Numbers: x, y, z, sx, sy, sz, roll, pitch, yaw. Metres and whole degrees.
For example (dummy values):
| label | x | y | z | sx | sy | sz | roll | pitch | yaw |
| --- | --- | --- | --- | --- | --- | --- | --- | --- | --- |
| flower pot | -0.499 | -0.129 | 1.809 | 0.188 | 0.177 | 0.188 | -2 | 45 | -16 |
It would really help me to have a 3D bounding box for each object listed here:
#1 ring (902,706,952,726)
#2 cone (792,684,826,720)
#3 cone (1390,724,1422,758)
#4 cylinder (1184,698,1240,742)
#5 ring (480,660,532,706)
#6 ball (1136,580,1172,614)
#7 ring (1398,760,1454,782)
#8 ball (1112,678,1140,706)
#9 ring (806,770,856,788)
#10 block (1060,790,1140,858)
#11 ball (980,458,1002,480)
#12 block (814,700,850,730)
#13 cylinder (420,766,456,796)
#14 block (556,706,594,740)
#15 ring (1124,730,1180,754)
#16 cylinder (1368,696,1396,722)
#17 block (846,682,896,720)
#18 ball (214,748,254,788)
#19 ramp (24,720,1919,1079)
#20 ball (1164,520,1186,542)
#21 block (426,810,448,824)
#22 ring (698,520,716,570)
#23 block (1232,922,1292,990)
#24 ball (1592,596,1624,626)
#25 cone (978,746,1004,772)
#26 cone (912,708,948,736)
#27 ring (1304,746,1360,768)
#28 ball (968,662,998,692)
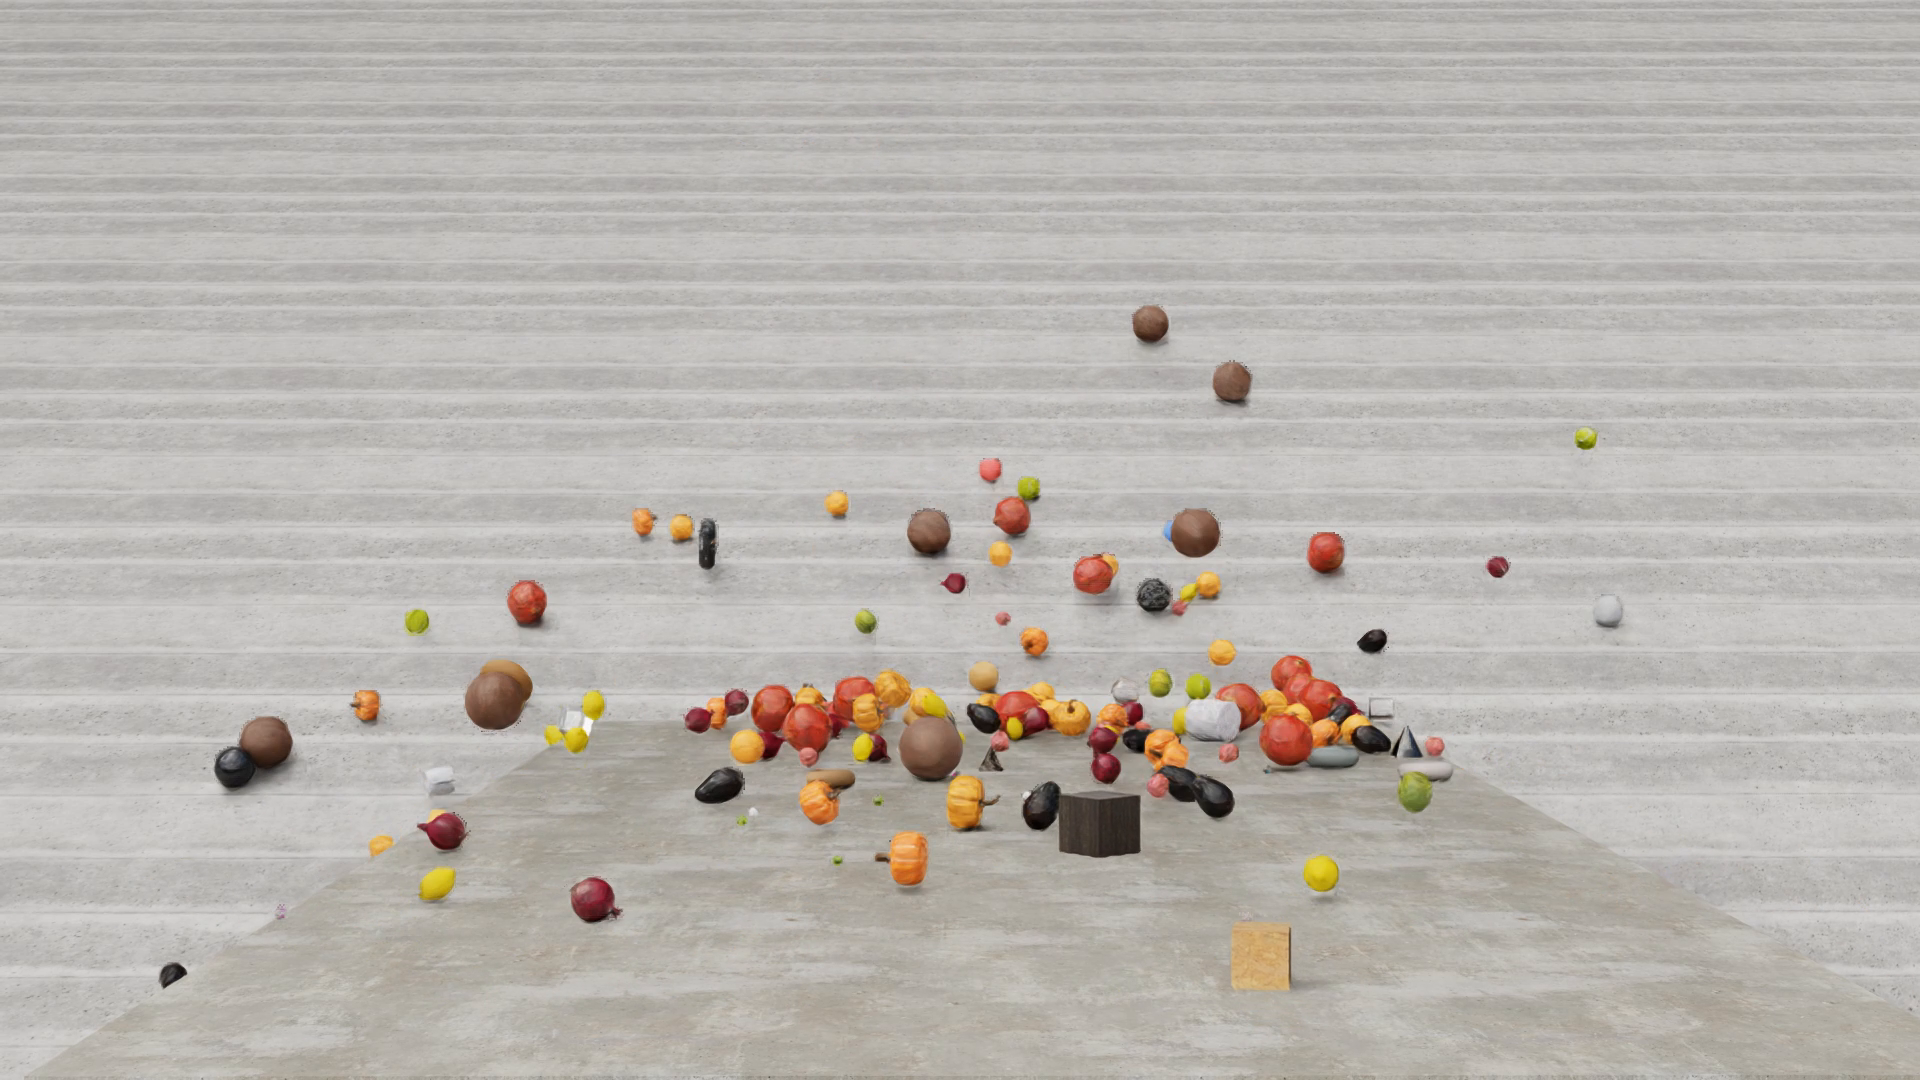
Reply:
| label | x | y | z | sx | sy | sz | roll | pitch | yaw |
| --- | --- | --- | --- | --- | --- | --- | --- | --- | --- |
| ring | -0.081 | 0.443 | 6.477 | 0.125 | 0.042 | 0.125 | -1 | 1 | 0 |
| cone | -0.397 | 0.430 | 6.588 | 0.090 | 0.090 | 0.090 | 25 | 60 | 40 |
| cone | 0.988 | 0.441 | 5.709 | 0.072 | 0.072 | 0.072 | 0 | 1 | 0 |
| cylinder | 0.593 | 0.422 | 6.061 | 0.094 | 0.094 | 0.094 | 3 | 23 | 40 |
| ring | -1.195 | 0.375 | 6.797 | 0.146 | 0.146 | 0.049 | 8 | 40 | 15 |
| ball | 0.547 | 0.159 | 7.272 | 0.096 | 0.096 | 0.096 | 0 | 27 | 0 |
| ring | 0.944 | 0.467 | 5.230 | 0.112 | 0.037 | 0.112 | -2 | -2 | 0 |
| ball | 0.438 | 0.402 | 6.817 | 0.075 | 0.075 | 0.075 | 0 | 27 | 0 |
| ring | -0.255 | 0.473 | 5.113 | 0.098 | 0.033 | 0.098 | -1 | -3 | 0 |
| block | 0.227 | 0.460 | 4.186 | 0.093 | 0.093 | 0.093 | -1 | 1 | -41 |
| ball | 0.094 | -0.219 | 8.048 | 0.070 | 0.070 | 0.070 | 0 | 27 | 0 |
| block | -0.317 | 0.434 | 6.398 | 0.062 | 0.062 | 0.062 | 1 | 1 | 40 |
| cylinder | -1.290 | 0.597 | 6.382 | 0.066 | 0.066 | 0.066 | -10 | 28 | -29 |
| block | -0.903 | 0.429 | 6.054 | 0.056 | 0.056 | 0.056 | 1 | 65 | 20 |
| ring | 0.430 | 0.451 | 5.788 | 0.131 | 0.044 | 0.131 | 5 | -1 | 0 |
| cylinder | 1.099 | 0.441 | 6.722 | 0.060 | 0.060 | 0.060 | -7 | 24 | 17 |
| block | -0.228 | 0.414 | 6.631 | 0.095 | 0.095 | 0.095 | 0 | -1 | 21 |
| ball | -1.816 | 0.569 | 6.459 | 0.099 | 0.099 | 0.099 | 0 | 27 | 0 |
| ramp | 0.061 | 0.549 | 4.585 | 2.000 | 0.100 | 4.000 | 0 | 1 | 0 |
| ball | 0.637 | -0.025 | 7.671 | 0.065 | 0.065 | 0.065 | 0 | 27 | 0 |
| block | -1.073 | 0.631 | 5.447 | 0.087 | 0.087 | 0.087 | 10 | 18 | -39 |
| ring | -0.731 | 0.014 | 7.476 | 0.048 | 0.143 | 0.143 | 2 | 27 | -4 |
| block | 0.358 | 0.494 | 3.068 | 0.067 | 0.067 | 0.067 | 0 | 1 | 10 |
| ball | 1.810 | 0.198 | 7.208 | 0.085 | 0.085 | 0.085 | 0 | 27 | 0 |
| cone | 0.065 | 0.456 | 5.417 | 0.053 | 0.053 | 0.053 | 0 | 1 | 0 |
| cone | -0.081 | 0.452 | 6.160 | 0.077 | 0.077 | 0.077 | -27 | 29 | 1 |
| ring | 0.791 | 0.462 | 5.494 | 0.115 | 0.038 | 0.115 | -1 | 1 | 0 |
| ball | 0.063 | 0.364 | 6.886 | 0.081 | 0.081 | 0.081 | 0 | 27 | 0 |
